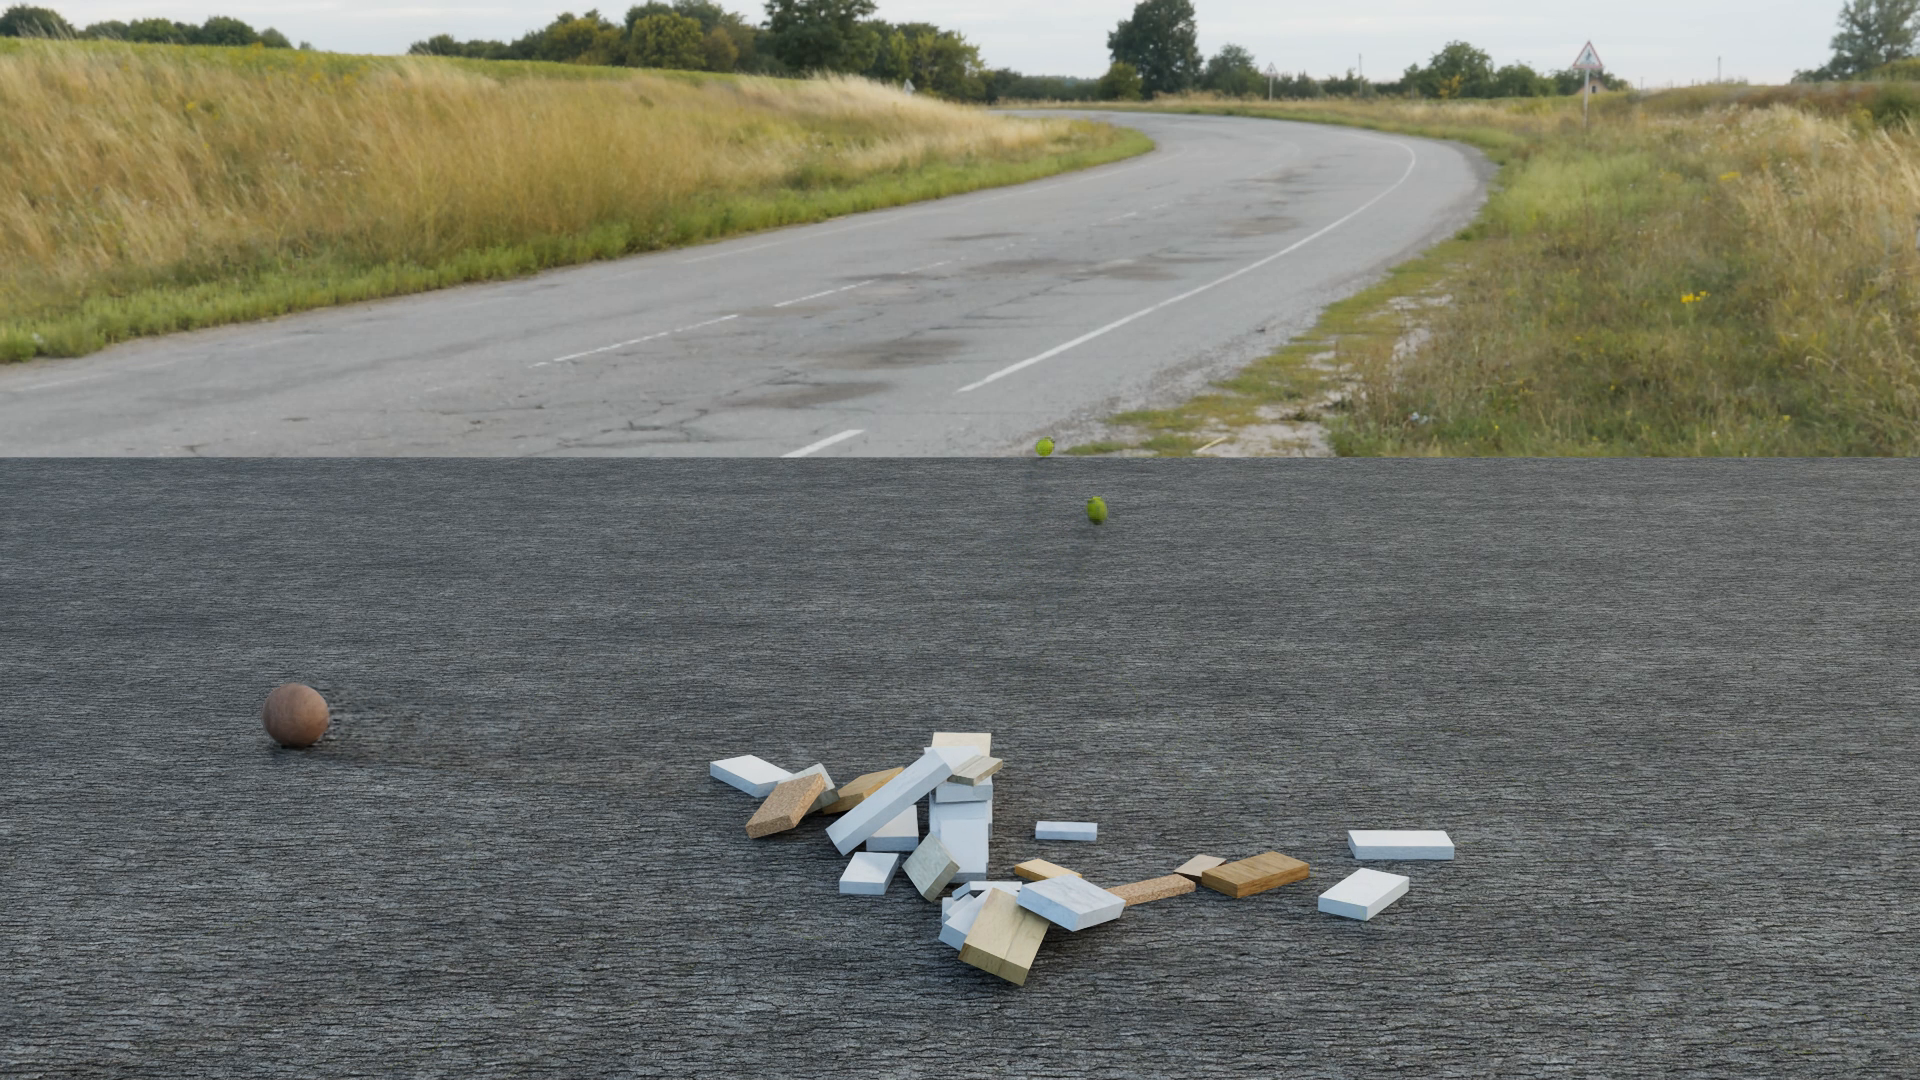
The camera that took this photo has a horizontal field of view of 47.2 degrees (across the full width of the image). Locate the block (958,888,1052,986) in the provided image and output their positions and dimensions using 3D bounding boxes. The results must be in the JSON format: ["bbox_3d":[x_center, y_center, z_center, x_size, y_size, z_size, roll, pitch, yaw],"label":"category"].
[{"bbox_3d":[0.072,0.602,3.352,0.104,0.029,0.208,22,18,7],"label":"block"}]

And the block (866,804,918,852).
[{"bbox_3d":[-0.123,0.520,3.975,0.092,0.026,0.184,0,11,-2],"label":"block"}]

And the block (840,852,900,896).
[{"bbox_3d":[-0.154,0.566,3.738,0.076,0.021,0.151,1,11,8],"label":"block"}]

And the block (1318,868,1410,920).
[{"bbox_3d":[0.667,0.584,3.633,0.086,0.024,0.171,7,13,33],"label":"block"}]

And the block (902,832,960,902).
[{"bbox_3d":[-0.049,0.549,3.695,0.021,0.076,0.151,40,-1,-18],"label":"block"}]

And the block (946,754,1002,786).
[{"bbox_3d":[0.027,0.412,3.934,0.054,0.015,0.109,8,17,28],"label":"block"}]

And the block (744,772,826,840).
[{"bbox_3d":[-0.317,0.484,4.016,0.091,0.026,0.183,-17,13,20],"label":"block"}]

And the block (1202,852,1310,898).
[{"bbox_3d":[0.501,0.567,3.728,0.171,0.024,0.085,-8,13,-37],"label":"block"}]

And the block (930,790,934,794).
[{"bbox_3d":[-0.003,0.481,3.958,0.101,0.029,0.202,0,28,0],"label":"block"}]

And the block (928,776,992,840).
[{"bbox_3d":[0.001,0.478,4.051,0.114,0.032,0.229,0,23,0],"label":"block"}]

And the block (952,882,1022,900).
[{"bbox_3d":[0.045,0.573,3.589,0.104,0.015,0.052,6,-31,-34],"label":"block"}]

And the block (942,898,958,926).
[{"bbox_3d":[-0.005,0.602,3.566,0.047,0.013,0.094,0,11,0],"label":"block"}]

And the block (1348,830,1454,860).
[{"bbox_3d":[0.778,0.538,3.882,0.171,0.024,0.086,0,11,1],"label":"block"}]

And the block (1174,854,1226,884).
[{"bbox_3d":[0.411,0.564,3.767,0.052,0.015,0.104,6,12,30],"label":"block"}]

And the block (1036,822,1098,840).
[{"bbox_3d":[0.192,0.526,3.974,0.109,0.015,0.054,1,11,6],"label":"block"}]

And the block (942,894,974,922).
[{"bbox_3d":[0.010,0.597,3.504,0.047,0.013,0.095,38,22,13],"label":"block"}]

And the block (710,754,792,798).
[{"bbox_3d":[-0.403,0.460,4.295,0.092,0.026,0.184,-7,13,-34],"label":"block"}]

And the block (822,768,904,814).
[{"bbox_3d":[-0.181,0.473,4.156,0.091,0.026,0.183,-14,4,24],"label":"block"}]

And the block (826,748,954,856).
[{"bbox_3d":[-0.126,0.465,3.909,0.242,0.026,0.092,-37,17,-5],"label":"block"}]

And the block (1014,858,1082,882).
[{"bbox_3d":[0.150,0.569,3.742,0.054,0.015,0.109,-9,14,-40],"label":"block"}]

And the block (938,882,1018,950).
[{"bbox_3d":[0.058,0.601,3.436,0.104,0.029,0.208,25,19,18],"label":"block"}]

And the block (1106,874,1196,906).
[{"bbox_3d":[0.308,0.584,3.659,0.169,0.015,0.052,-6,12,-31],"label":"block"}]

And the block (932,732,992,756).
[{"bbox_3d":[0.001,0.424,4.299,0.114,0.032,0.229,0,11,2],"label":"block"}]

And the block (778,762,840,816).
[{"bbox_3d":[-0.285,0.471,4.137,0.091,0.026,0.183,-23,13,-8],"label":"block"}]

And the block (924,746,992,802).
[{"bbox_3d":[-0.004,0.422,3.981,0.101,0.029,0.202,-2,15,-7],"label":"block"}]

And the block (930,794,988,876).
[{"bbox_3d":[-0.002,0.514,3.838,0.101,0.029,0.202,0,28,0],"label":"block"}]

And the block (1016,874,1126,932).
[{"bbox_3d":[0.177,0.573,3.482,0.104,0.029,0.208,23,7,24],"label":"block"}]

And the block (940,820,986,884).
[{"bbox_3d":[0.005,0.531,3.753,0.076,0.021,0.151,0,28,0],"label":"block"}]
